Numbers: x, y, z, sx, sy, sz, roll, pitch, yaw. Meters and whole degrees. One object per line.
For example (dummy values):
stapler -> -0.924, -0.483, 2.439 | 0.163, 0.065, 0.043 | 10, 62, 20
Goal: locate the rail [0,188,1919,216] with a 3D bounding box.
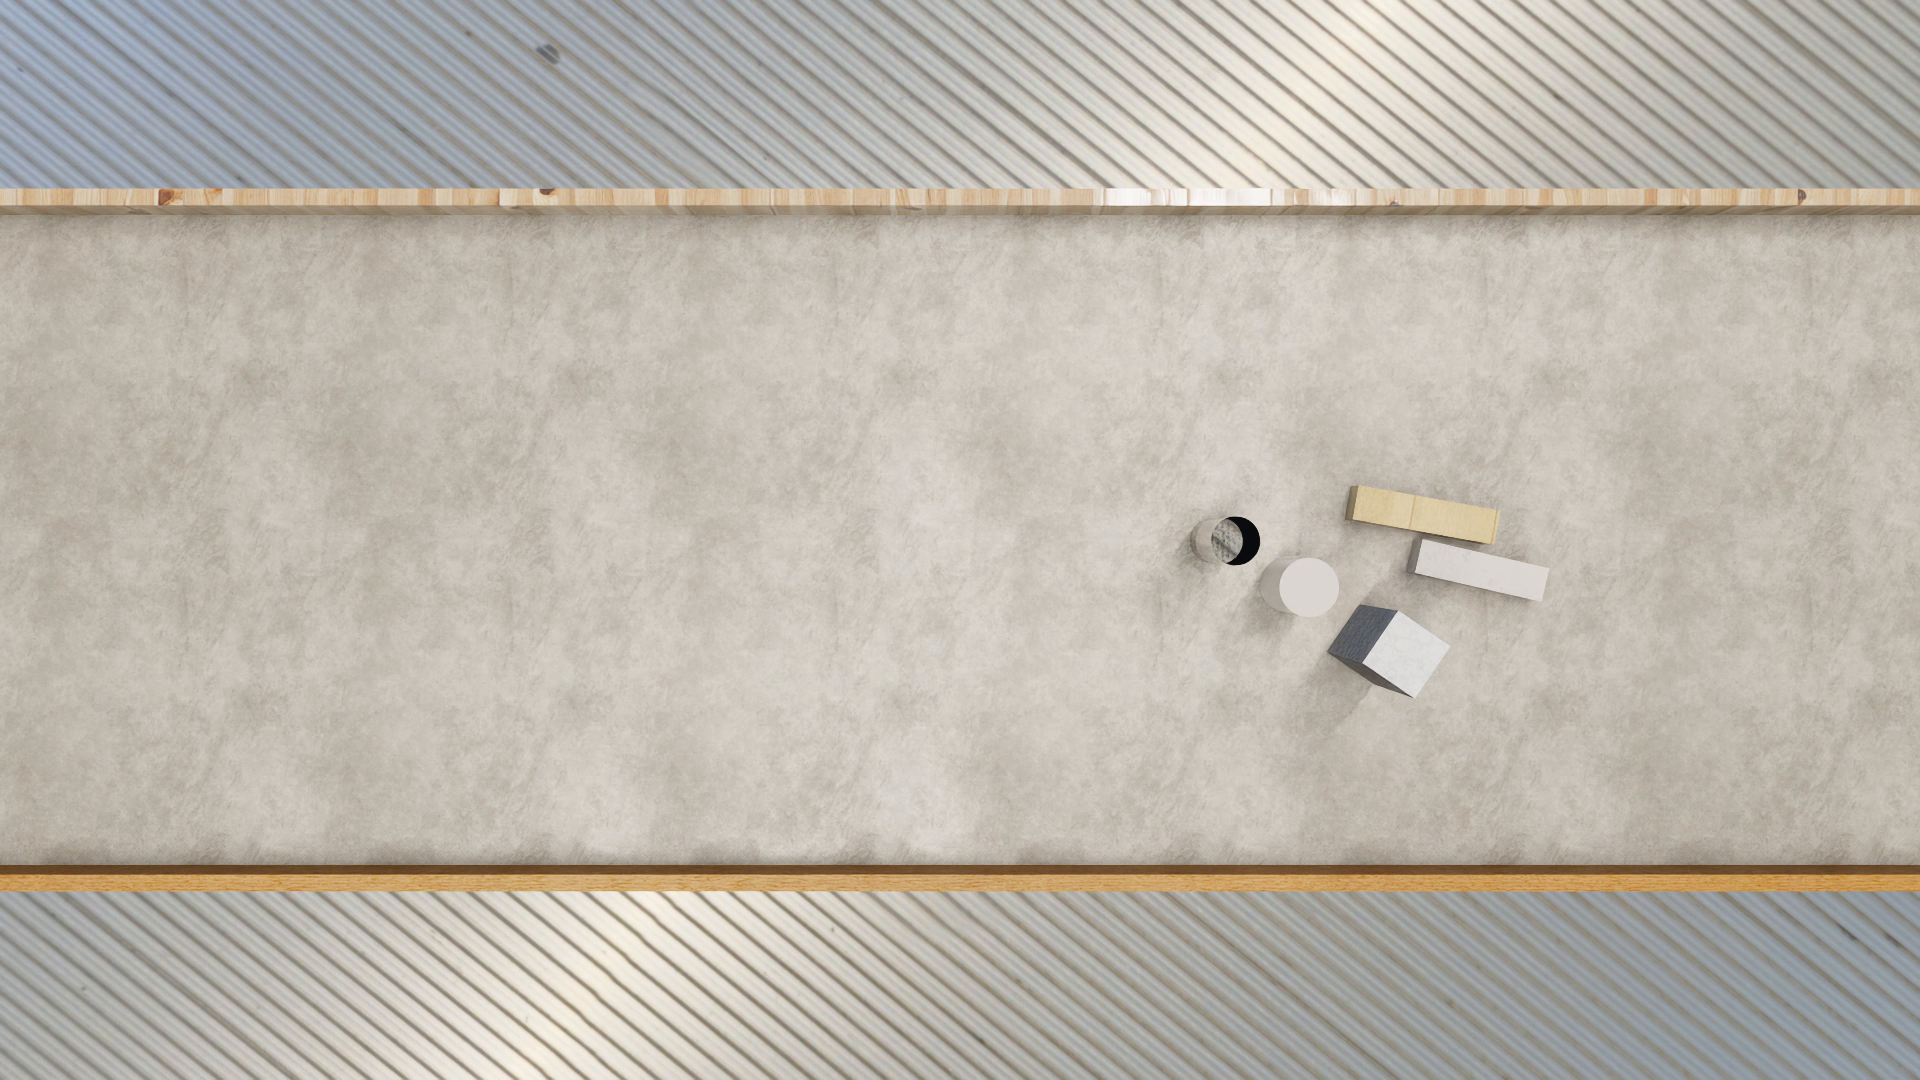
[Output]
rail -> -2.247, -1.025, 5.002 | 12.000, 0.150, 0.050 | 0, 90, 0

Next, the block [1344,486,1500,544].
block -> 1.407, -0.076, 5.024 | 0.435, 0.104, 0.104 | 10, 90, 0

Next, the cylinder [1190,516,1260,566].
cylinder -> 0.776, 0.002, 4.860 | 0.139, 0.432, 0.139 | 0, 90, 0

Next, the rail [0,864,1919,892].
rail -> -2.247, 1.025, 5.001 | 12.000, 0.150, 0.050 | 0, 90, 0

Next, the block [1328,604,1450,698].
block -> 1.251, 0.321, 4.849 | 0.178, 0.455, 0.178 | 34, 90, 0

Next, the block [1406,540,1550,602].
block -> 1.575, 0.092, 5.025 | 0.392, 0.104, 0.104 | 13, 90, 0

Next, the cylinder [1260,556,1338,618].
cylinder -> 1.009, 0.137, 4.922 | 0.172, 0.310, 0.172 | 0, 90, 0
